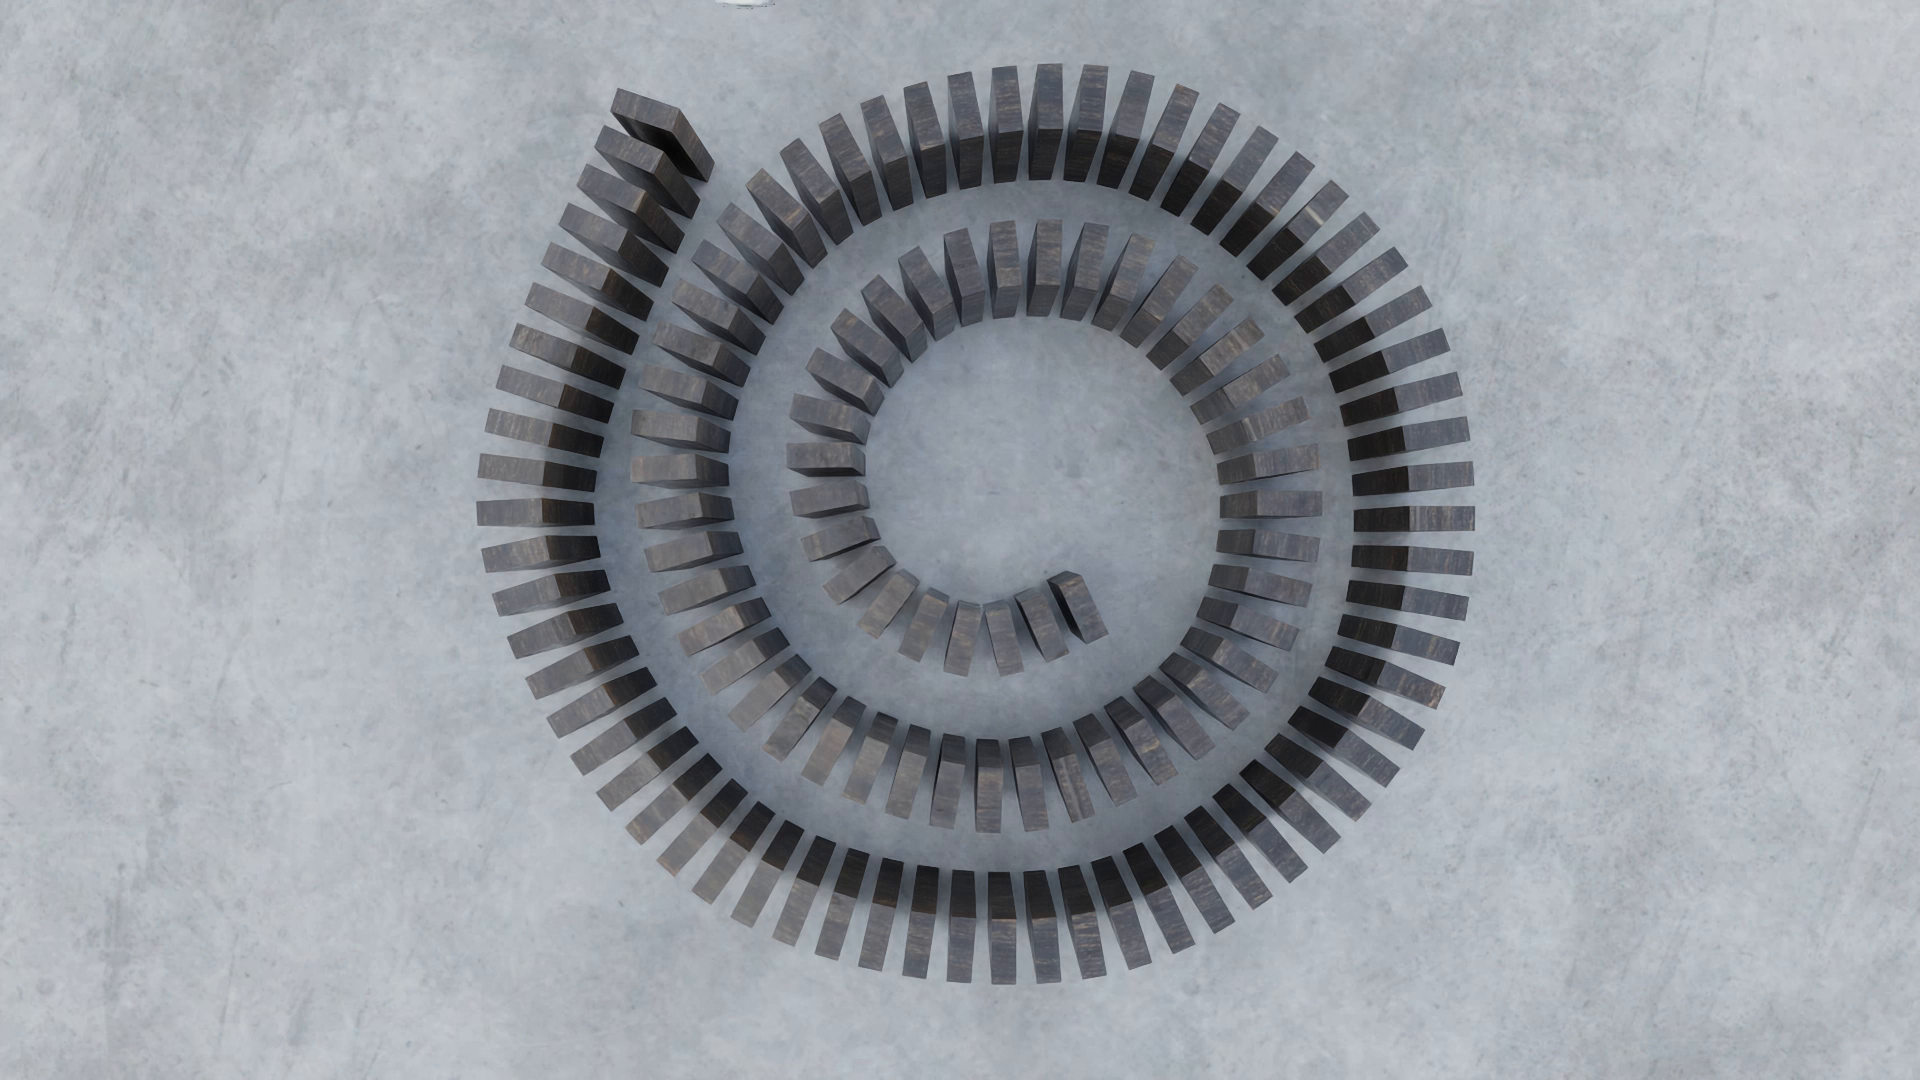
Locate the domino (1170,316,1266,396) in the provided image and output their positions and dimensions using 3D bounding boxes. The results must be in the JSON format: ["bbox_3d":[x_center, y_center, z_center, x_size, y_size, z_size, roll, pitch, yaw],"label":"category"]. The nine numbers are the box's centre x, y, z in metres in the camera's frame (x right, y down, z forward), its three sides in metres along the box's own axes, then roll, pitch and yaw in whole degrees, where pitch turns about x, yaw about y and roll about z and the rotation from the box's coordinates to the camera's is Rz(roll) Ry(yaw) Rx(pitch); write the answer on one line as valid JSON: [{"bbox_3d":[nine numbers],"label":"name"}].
[{"bbox_3d":[0.104,-0.074,0.375,0.025,0.050,0.009,-39,90,0],"label":"domino"}]

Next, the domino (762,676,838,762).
[{"bbox_3d":[-0.065,0.072,0.375,0.009,0.050,0.025,36,90,0],"label":"domino"}]

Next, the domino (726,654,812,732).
[{"bbox_3d":[-0.077,0.062,0.375,0.025,0.050,0.010,-43,90,0],"label":"domino"}]

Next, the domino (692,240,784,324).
[{"bbox_3d":[-0.090,-0.104,0.375,0.025,0.050,0.009,32,90,0],"label":"domino"}]

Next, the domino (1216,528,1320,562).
[{"bbox_3d":[0.125,0.002,0.375,0.025,0.050,0.010,8,90,0],"label":"domino"}]

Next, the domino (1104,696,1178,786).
[{"bbox_3d":[0.073,0.081,0.375,0.009,0.050,0.025,-31,90,0],"label":"domino"}]

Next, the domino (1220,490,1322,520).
[{"bbox_3d":[0.126,-0.014,0.375,0.025,0.050,0.010,1,90,0],"label":"domino"}]

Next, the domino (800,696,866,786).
[{"bbox_3d":[-0.051,0.081,0.375,0.009,0.050,0.025,29,90,0],"label":"domino"}]

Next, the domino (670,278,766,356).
[{"bbox_3d":[-0.098,-0.090,0.375,0.025,0.050,0.009,27,90,0],"label":"domino"}]

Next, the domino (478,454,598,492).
[{"bbox_3d":[-0.171,-0.027,0.375,0.025,0.050,0.009,7,90,0],"label":"domino"}]

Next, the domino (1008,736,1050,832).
[{"bbox_3d":[0.028,0.099,0.375,0.009,0.050,0.025,-9,90,0],"label":"domino"}]

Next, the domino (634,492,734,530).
[{"bbox_3d":[-0.111,-0.011,0.375,0.025,0.050,0.010,-10,90,0],"label":"domino"}]

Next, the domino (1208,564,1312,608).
[{"bbox_3d":[0.121,0.018,0.375,0.025,0.050,0.009,15,90,0],"label":"domino"}]

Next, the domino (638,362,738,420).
[{"bbox_3d":[-0.110,-0.060,0.375,0.025,0.050,0.010,15,90,0],"label":"domino"}]

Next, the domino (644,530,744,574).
[{"bbox_3d":[-0.108,0.005,0.375,0.025,0.050,0.009,-16,90,0],"label":"domino"}]

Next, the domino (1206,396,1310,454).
[{"bbox_3d":[0.121,-0.046,0.375,0.025,0.050,0.010,-22,90,0],"label":"domino"}]

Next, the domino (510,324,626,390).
[{"bbox_3d":[-0.159,-0.074,0.375,0.025,0.050,0.009,20,90,0],"label":"domino"}]

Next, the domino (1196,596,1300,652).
[{"bbox_3d":[0.116,0.034,0.375,0.025,0.050,0.009,22,90,0],"label":"domino"}]

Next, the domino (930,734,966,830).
[{"bbox_3d":[-0.005,0.097,0.375,0.010,0.050,0.025,11,90,0],"label":"domino"}]

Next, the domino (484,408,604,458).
[{"bbox_3d":[-0.169,-0.043,0.375,0.025,0.050,0.009,13,90,0],"label":"domino"}]

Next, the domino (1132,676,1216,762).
[{"bbox_3d":[0.087,0.072,0.375,0.009,0.050,0.025,-38,90,0],"label":"domino"}]

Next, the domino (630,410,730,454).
[{"bbox_3d":[-0.113,-0.044,0.375,0.025,0.050,0.009,7,90,0],"label":"domino"}]

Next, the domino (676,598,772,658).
[{"bbox_3d":[-0.095,0.035,0.375,0.025,0.050,0.009,-28,90,0],"label":"domino"}]

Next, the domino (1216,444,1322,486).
[{"bbox_3d":[0.125,-0.030,0.375,0.025,0.050,0.009,-8,90,0],"label":"domino"}]

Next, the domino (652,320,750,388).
[{"bbox_3d":[-0.105,-0.075,0.375,0.025,0.050,0.009,22,90,0],"label":"domino"}]

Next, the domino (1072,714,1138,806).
[{"bbox_3d":[0.059,0.089,0.375,0.009,0.050,0.025,-25,90,0],"label":"domino"}]

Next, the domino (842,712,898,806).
[{"bbox_3d":[-0.036,0.088,0.375,0.010,0.050,0.025,23,90,0],"label":"domino"}]

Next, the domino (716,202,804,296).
[{"bbox_3d":[-0.080,-0.118,0.375,0.025,0.050,0.010,38,90,0],"label":"domino"}]

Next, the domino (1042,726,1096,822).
[{"bbox_3d":[0.043,0.095,0.375,0.009,0.050,0.025,-18,90,0],"label":"domino"}]

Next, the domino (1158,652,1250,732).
[{"bbox_3d":[0.099,0.061,0.375,0.025,0.050,0.010,44,90,0],"label":"domino"}]

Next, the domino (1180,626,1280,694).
[{"bbox_3d":[0.109,0.048,0.375,0.025,0.050,0.009,32,90,0],"label":"domino"}]

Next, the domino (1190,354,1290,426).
[{"bbox_3d":[0.113,-0.061,0.375,0.025,0.050,0.009,-31,90,0],"label":"domino"}]

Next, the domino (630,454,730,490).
[{"bbox_3d":[-0.113,-0.028,0.375,0.025,0.050,0.009,-3,90,0],"label":"domino"}]

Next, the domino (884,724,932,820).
[{"bbox_3d":[-0.021,0.094,0.375,0.010,0.050,0.025,17,90,0],"label":"domino"}]

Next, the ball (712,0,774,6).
[{"bbox_3d":[-0.090,-0.256,0.360,0.080,0.080,0.080,0,90,0],"label":"ball"}]

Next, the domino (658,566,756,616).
[{"bbox_3d":[-0.102,0.020,0.375,0.025,0.050,0.009,-22,90,0],"label":"domino"}]

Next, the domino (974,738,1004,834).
[{"bbox_3d":[0.011,0.099,0.375,0.009,0.050,0.025,3,90,0],"label":"domino"}]

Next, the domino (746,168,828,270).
[{"bbox_3d":[-0.070,-0.130,0.375,0.025,0.050,0.010,44,90,0],"label":"domino"}]

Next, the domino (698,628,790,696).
[{"bbox_3d":[-0.087,0.049,0.375,0.025,0.050,0.009,-34,90,0],"label":"domino"}]

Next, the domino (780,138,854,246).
[{"bbox_3d":[-0.058,-0.141,0.375,0.009,0.050,0.025,-38,90,0],"label":"domino"}]

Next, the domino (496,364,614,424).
[{"bbox_3d":[-0.164,-0.059,0.375,0.025,0.050,0.009,17,90,0],"label":"domino"}]
